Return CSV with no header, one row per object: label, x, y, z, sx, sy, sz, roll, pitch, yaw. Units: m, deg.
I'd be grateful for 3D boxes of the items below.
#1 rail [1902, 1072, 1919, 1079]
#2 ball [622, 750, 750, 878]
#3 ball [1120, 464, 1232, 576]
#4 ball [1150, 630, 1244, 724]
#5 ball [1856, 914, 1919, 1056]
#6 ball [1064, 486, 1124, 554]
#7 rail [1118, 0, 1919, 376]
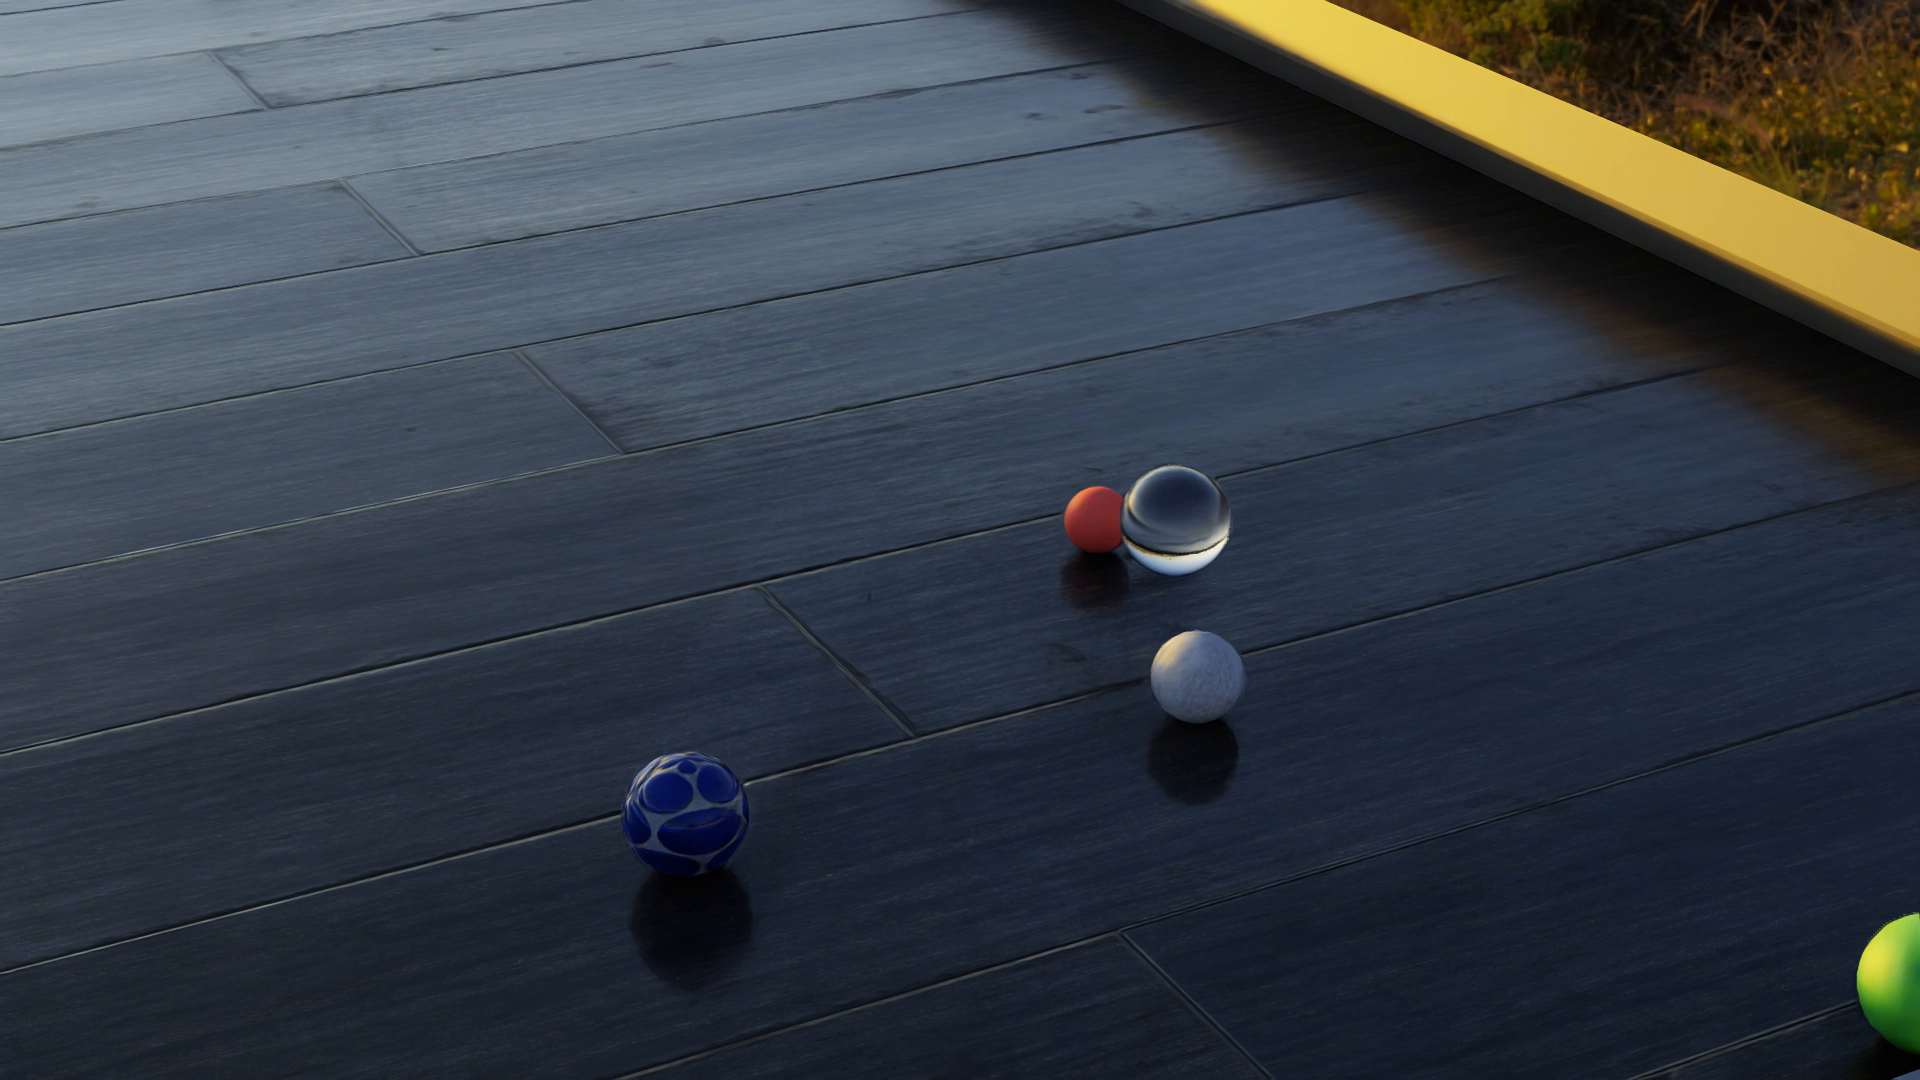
rail,0.384,0.299,1.392,1.742,0.102,0.045,-13,28,-25
ball,-0.160,0.160,1.718,0.074,0.074,0.074,0,26,0
ball,0.152,-0.014,2.073,0.079,0.079,0.079,0,26,0
ball,0.152,0.088,1.884,0.060,0.060,0.060,0,26,0
ball,0.515,0.236,1.558,0.076,0.076,0.076,0,26,0
ball,0.099,-0.014,2.109,0.048,0.048,0.048,0,26,0
rail,0.356,-0.516,3.091,0.045,0.102,3.414,-13,28,-25
